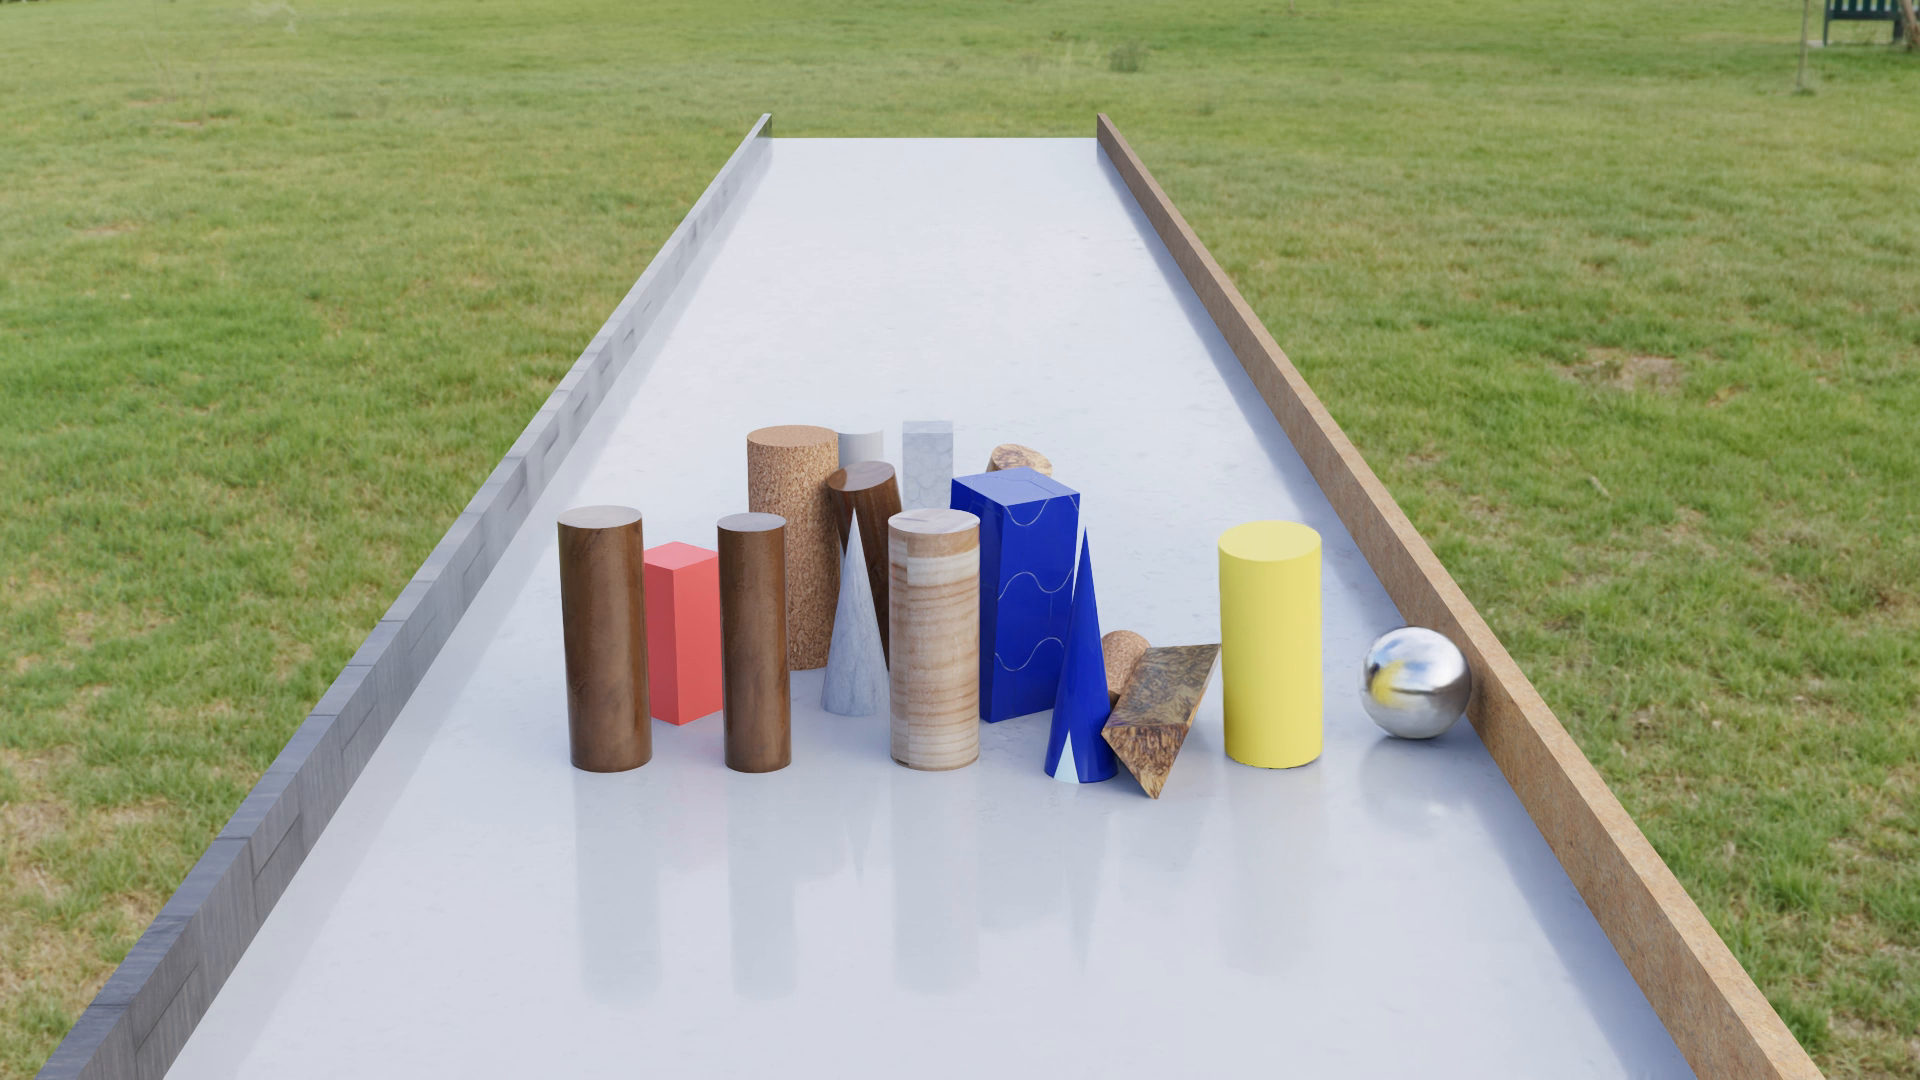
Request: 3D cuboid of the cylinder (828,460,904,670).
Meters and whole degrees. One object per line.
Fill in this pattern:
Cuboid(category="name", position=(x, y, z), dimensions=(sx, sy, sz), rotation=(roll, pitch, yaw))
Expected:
Cuboid(category="cylinder", position=(-0.155, 0.052, 4.318), dimensions=(0.132, 0.398, 0.132), rotation=(-9, 26, 4))

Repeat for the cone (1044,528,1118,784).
Cuboid(category="cone", position=(0.214, 0.188, 3.807), dimensions=(0.133, 0.449, 0.133), rotation=(0, 17, 0))

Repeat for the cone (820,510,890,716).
Cuboid(category="cone", position=(-0.196, 0.124, 4.126), dimensions=(0.140, 0.391, 0.140), rotation=(0, 17, 0))

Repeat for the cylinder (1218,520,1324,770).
Cuboid(category="cylinder", position=(0.548, 0.184, 3.868), dimensions=(0.176, 0.401, 0.176), rotation=(-4, 23, 2))

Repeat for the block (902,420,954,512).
Cuboid(category="block", position=(-0.071, -0.081, 4.887), dimensions=(0.111, 0.349, 0.111), rotation=(0, 17, -1))

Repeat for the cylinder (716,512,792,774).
Cuboid(category="cylinder", position=(-0.359, 0.180, 3.846), dimensions=(0.120, 0.441, 0.120), rotation=(0, 17, 0))

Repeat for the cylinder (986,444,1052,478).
Cuboid(category="cylinder", position=(0.058, 0.028, 4.331), dimensions=(0.122, 0.445, 0.122), rotation=(13, 33, -9))

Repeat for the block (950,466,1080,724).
Cuboid(category="block", position=(0.091, 0.100, 4.114), dimensions=(0.170, 0.428, 0.170), rotation=(-10, 24, -32))

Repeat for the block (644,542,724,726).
Cuboid(category="block", position=(-0.529, 0.173, 4.115), dimensions=(0.132, 0.302, 0.132), rotation=(13, 21, 37))

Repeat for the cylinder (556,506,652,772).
Cuboid(category="cylinder", position=(-0.622, 0.174, 3.860), dimensions=(0.146, 0.447, 0.146), rotation=(0, 17, 0))

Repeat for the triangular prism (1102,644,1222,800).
Cuboid(category="triangular prism", position=(0.388, 0.289, 3.911), dimensions=(0.129, 0.149, 0.426), rotation=(-36, 4, 22))

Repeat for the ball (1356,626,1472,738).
Cuboid(category="ball", position=(0.825, 0.259, 3.998), dimensions=(0.205, 0.205, 0.205), rotation=(0, 17, 0))

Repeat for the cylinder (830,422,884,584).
Cuboid(category="cylinder", position=(-0.214, -0.032, 4.602), dimensions=(0.111, 0.418, 0.111), rotation=(0, 17, 0))

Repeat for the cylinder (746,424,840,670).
Cuboid(category="cylinder", position=(-0.329, 0.014, 4.377), dimensions=(0.179, 0.457, 0.179), rotation=(0, 17, 0))

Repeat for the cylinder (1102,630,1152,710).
Cuboid(category="cylinder", position=(0.283, 0.276, 4.084), dimensions=(0.122, 0.122, 0.325), rotation=(3, 17, 11))

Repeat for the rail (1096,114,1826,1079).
Cuboid(category="rail", position=(0.932, -0.844, 7.801), dimensions=(0.050, 0.150, 12.000), rotation=(0, 17, -1))

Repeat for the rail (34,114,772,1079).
Cuboid(category="rail", position=(-1.118, -0.838, 7.780), dimensions=(0.050, 0.150, 12.000), rotation=(0, 17, -1))

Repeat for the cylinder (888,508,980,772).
Cuboid(category="cylinder", position=(-0.045, 0.175, 3.874), dimensions=(0.160, 0.435, 0.160), rotation=(0, 17, 0))
